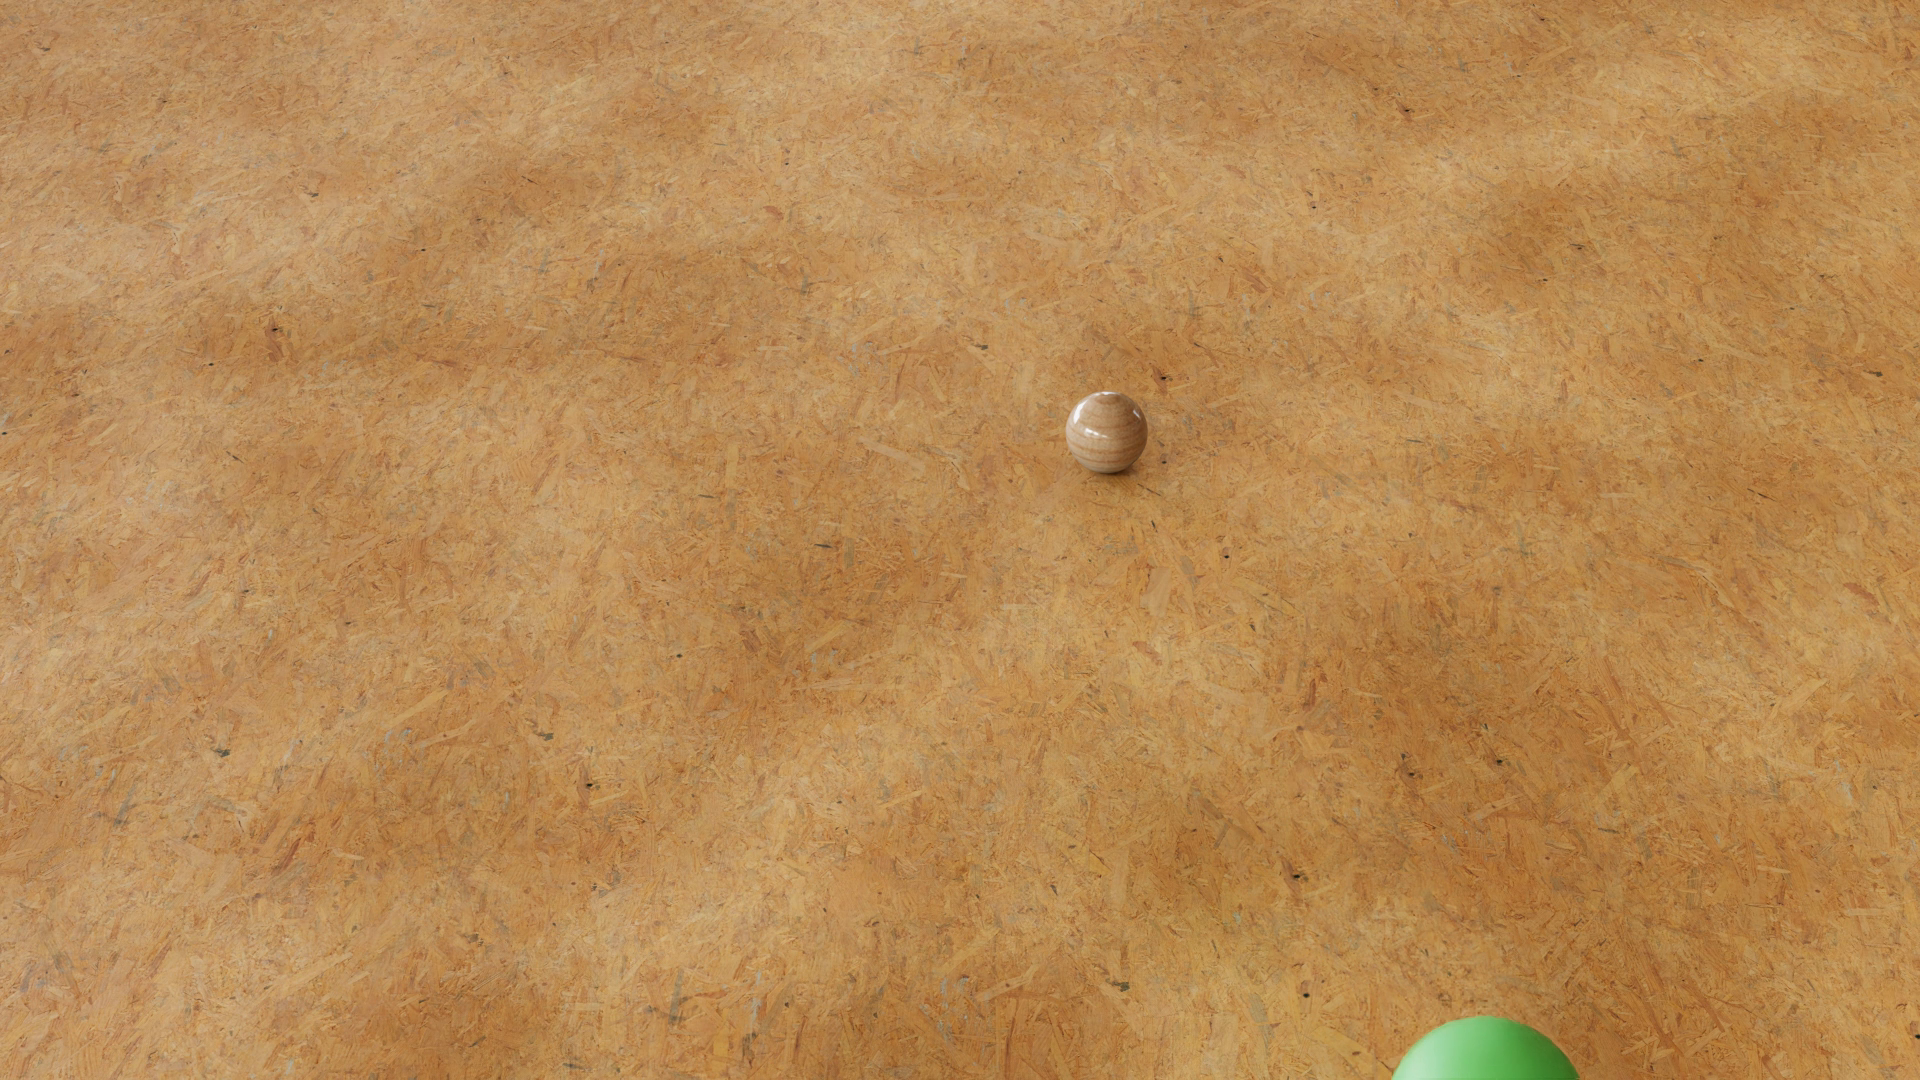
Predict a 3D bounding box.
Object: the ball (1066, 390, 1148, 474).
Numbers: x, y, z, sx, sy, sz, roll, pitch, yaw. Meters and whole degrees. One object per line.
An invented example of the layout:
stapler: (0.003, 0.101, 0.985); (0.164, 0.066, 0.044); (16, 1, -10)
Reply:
ball: (0.084, -0.062, 1.682); (0.047, 0.047, 0.047); (0, 32, 0)

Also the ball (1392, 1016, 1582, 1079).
ball: (0.212, 0.233, 1.181); (0.082, 0.082, 0.082); (0, 32, 0)
